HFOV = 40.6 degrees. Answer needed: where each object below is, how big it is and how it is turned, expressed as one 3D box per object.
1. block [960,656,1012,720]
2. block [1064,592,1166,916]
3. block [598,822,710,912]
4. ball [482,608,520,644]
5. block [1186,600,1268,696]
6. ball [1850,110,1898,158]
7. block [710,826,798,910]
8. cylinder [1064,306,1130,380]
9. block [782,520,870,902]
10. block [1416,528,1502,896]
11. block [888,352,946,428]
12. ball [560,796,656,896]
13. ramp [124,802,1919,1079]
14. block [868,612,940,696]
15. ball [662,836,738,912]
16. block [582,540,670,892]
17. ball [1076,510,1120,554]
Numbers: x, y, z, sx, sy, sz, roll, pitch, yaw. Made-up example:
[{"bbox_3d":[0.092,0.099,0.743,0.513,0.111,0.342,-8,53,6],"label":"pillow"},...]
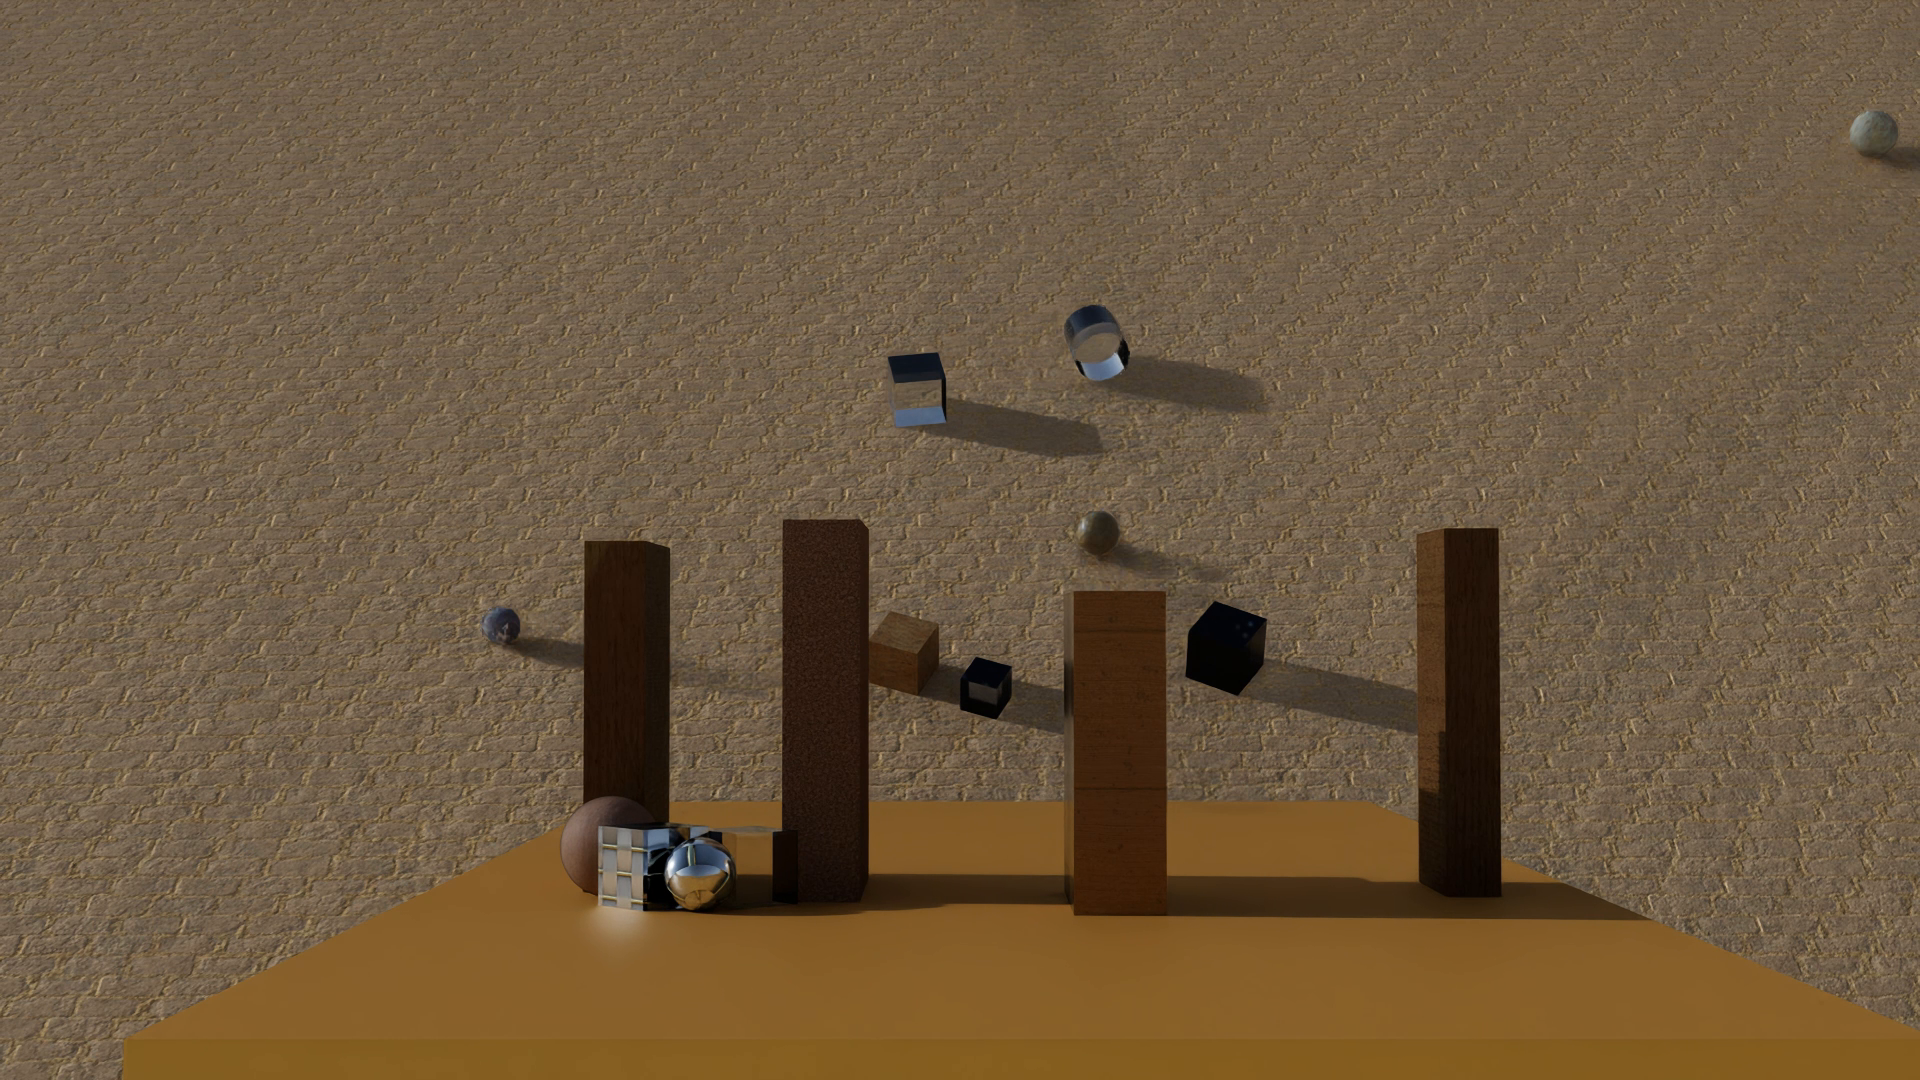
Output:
[{"bbox_3d":[0.073,0.415,7.286,0.110,0.110,0.110,14,38,19],"label":"block"},{"bbox_3d":[0.254,0.344,4.310,0.147,0.513,0.386,0,-2,0],"label":"block"},{"bbox_3d":[-0.503,0.534,4.263,0.130,0.130,0.130,2,-3,-41],"label":"block"},{"bbox_3d":[-1.326,0.249,7.520,0.108,0.108,0.108,0,36,0],"label":"ball"},{"bbox_3d":[0.757,0.308,7.389,0.166,0.166,0.166,19,40,25],"label":"block"},{"bbox_3d":[3.514,-1.561,9.992,0.179,0.179,0.179,0,36,0],"label":"ball"},{"bbox_3d":[-0.353,0.539,4.284,0.122,0.122,0.122,2,-3,-39],"label":"block"},{"bbox_3d":[0.458,-0.663,8.731,0.184,0.184,0.184,-6,36,-9],"label":"cylinder"},{"bbox_3d":[-0.231,0.291,4.532,0.129,0.635,0.426,0,-2,0],"label":"block"},{"bbox_3d":[0.869,0.296,4.538,0.093,0.624,0.266,0,-2,0],"label":"block"},{"bbox_3d":[-0.141,-0.492,8.506,0.168,0.168,0.168,-5,36,-8],"label":"block"},{"bbox_3d":[-0.589,0.518,4.389,0.172,0.172,0.172,0,36,0],"label":"ball"},{"bbox_3d":[0.078,0.670,4.859,2.000,0.100,4.000,0,-2,0],"label":"ramp"},{"bbox_3d":[-0.159,0.322,7.381,0.151,0.151,0.151,14,38,19],"label":"block"},{"bbox_3d":[-0.417,0.537,4.173,0.119,0.119,0.119,0,36,0],"label":"ball"},{"bbox_3d":[-0.596,0.311,4.672,0.106,0.605,0.380,0,-2,0],"label":"block"},{"bbox_3d":[0.417,-0.023,7.879,0.134,0.134,0.134,0,36,0],"label":"ball"}]
